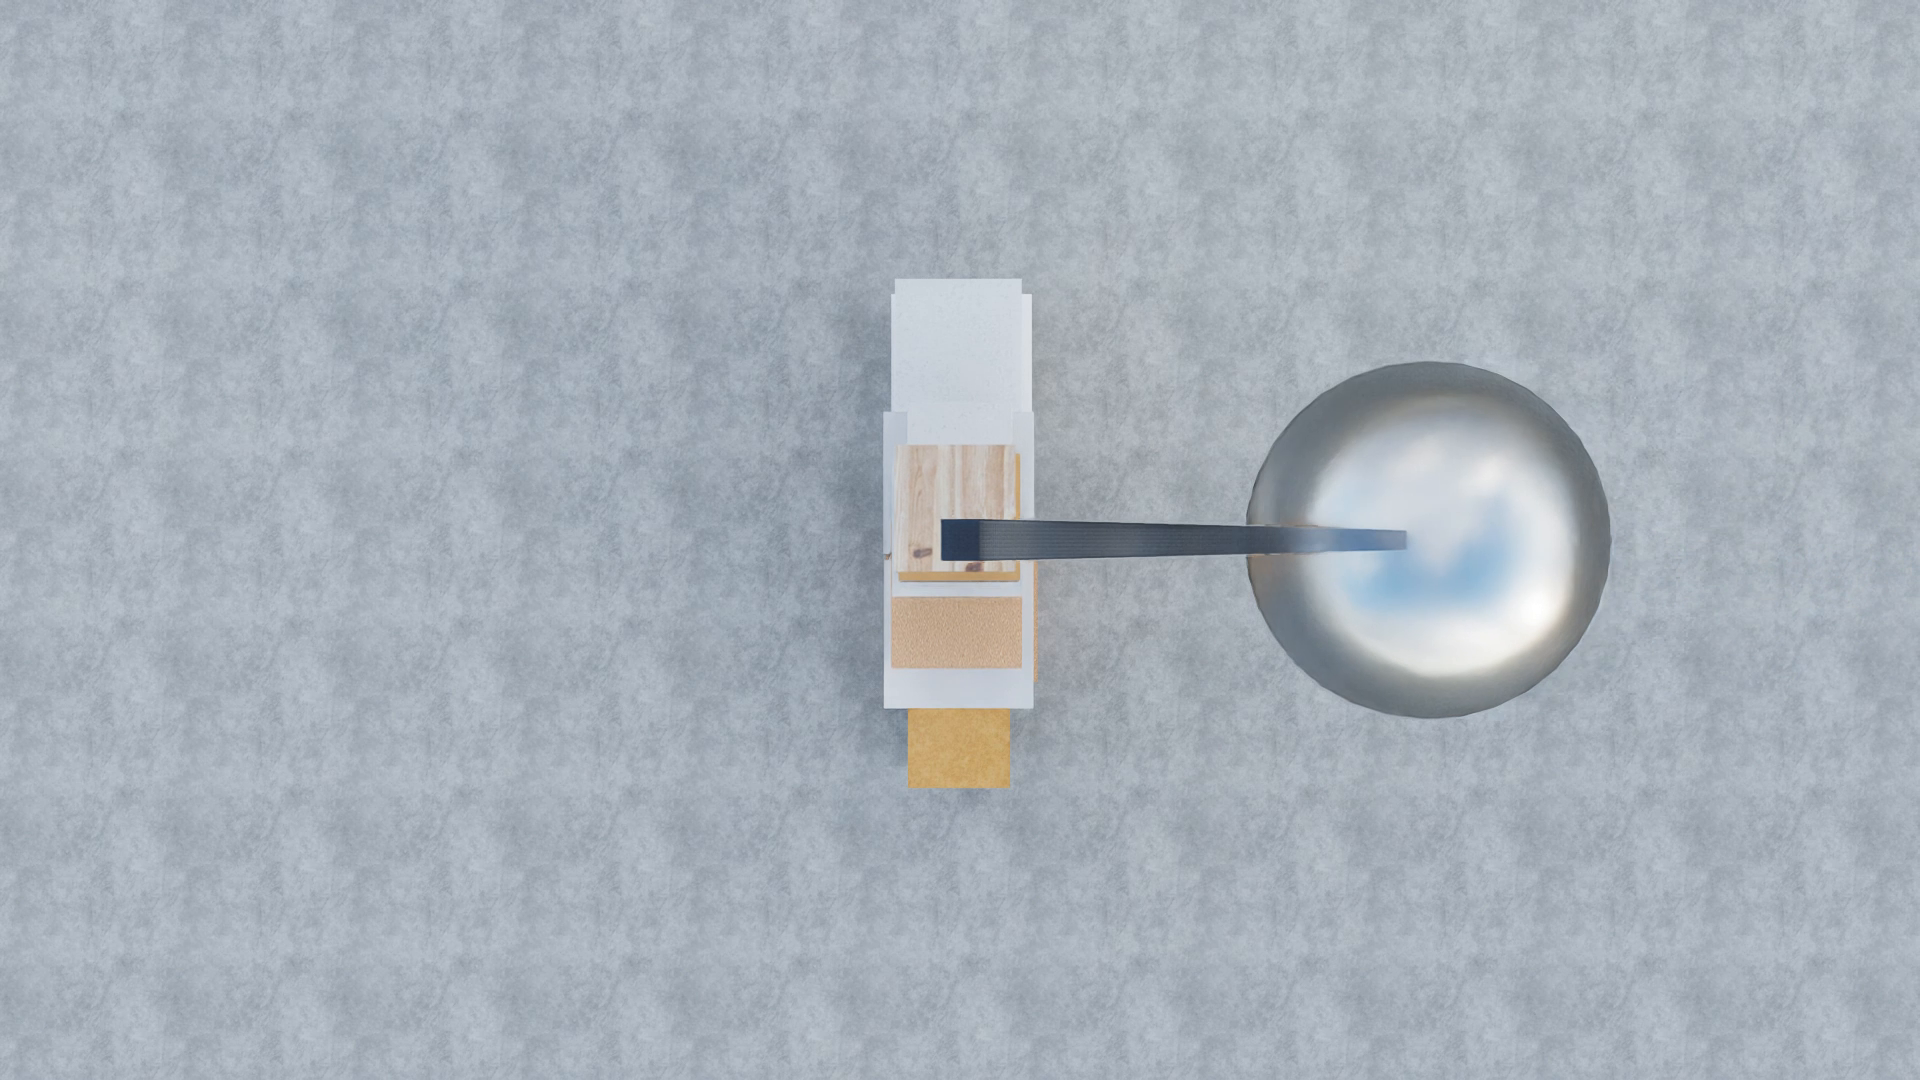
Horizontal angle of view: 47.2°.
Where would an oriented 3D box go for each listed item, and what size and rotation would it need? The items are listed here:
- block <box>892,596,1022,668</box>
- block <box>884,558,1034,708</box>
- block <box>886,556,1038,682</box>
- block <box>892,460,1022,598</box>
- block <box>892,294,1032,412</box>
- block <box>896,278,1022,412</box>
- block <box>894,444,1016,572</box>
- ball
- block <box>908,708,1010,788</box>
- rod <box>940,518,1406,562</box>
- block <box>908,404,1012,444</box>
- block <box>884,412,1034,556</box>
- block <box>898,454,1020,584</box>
[{"bbox_3d":[-0.016,0.272,10.913,0.632,0.598,0.722,0,87,0],"label":"block"},{"bbox_3d":[-0.007,0.481,11.666,0.762,0.894,0.755,0,90,0],"label":"block"},{"bbox_3d":[0.009,0.388,12.557,0.837,0.887,0.790,0,90,0],"label":"block"},{"bbox_3d":[-0.012,-0.039,10.327,0.593,0.600,0.620,0,87,0],"label":"block"},{"bbox_3d":[0.009,-0.949,12.576,0.777,0.849,0.819,0,90,0],"label":"block"},{"bbox_3d":[-0.008,-1.010,11.784,0.658,0.735,0.692,0,90,0],"label":"block"},{"bbox_3d":[-0.016,-0.116,8.500,0.456,0.387,0.479,0,89,1],"label":"block"},{"bbox_3d":[2.074,0.000,9.810,1.600,1.600,1.600,0,90,0],"label":"ball"},{"bbox_3d":[-0.005,1.107,12.179,0.554,0.485,0.477,0,90,0],"label":"block"},{"bbox_3d":[0.899,0.000,6.619,0.080,5.200,0.080,0,90,20],"label":"rod"},{"bbox_3d":[-0.002,-0.388,11.129,0.516,0.521,0.561,0,88,0],"label":"block"},{"bbox_3d":[-0.007,-0.286,11.754,0.781,0.734,0.736,0,88,0],"label":"block"},{"bbox_3d":[-0.001,-0.083,9.347,0.499,0.582,0.521,0,87,0],"label":"block"}]
